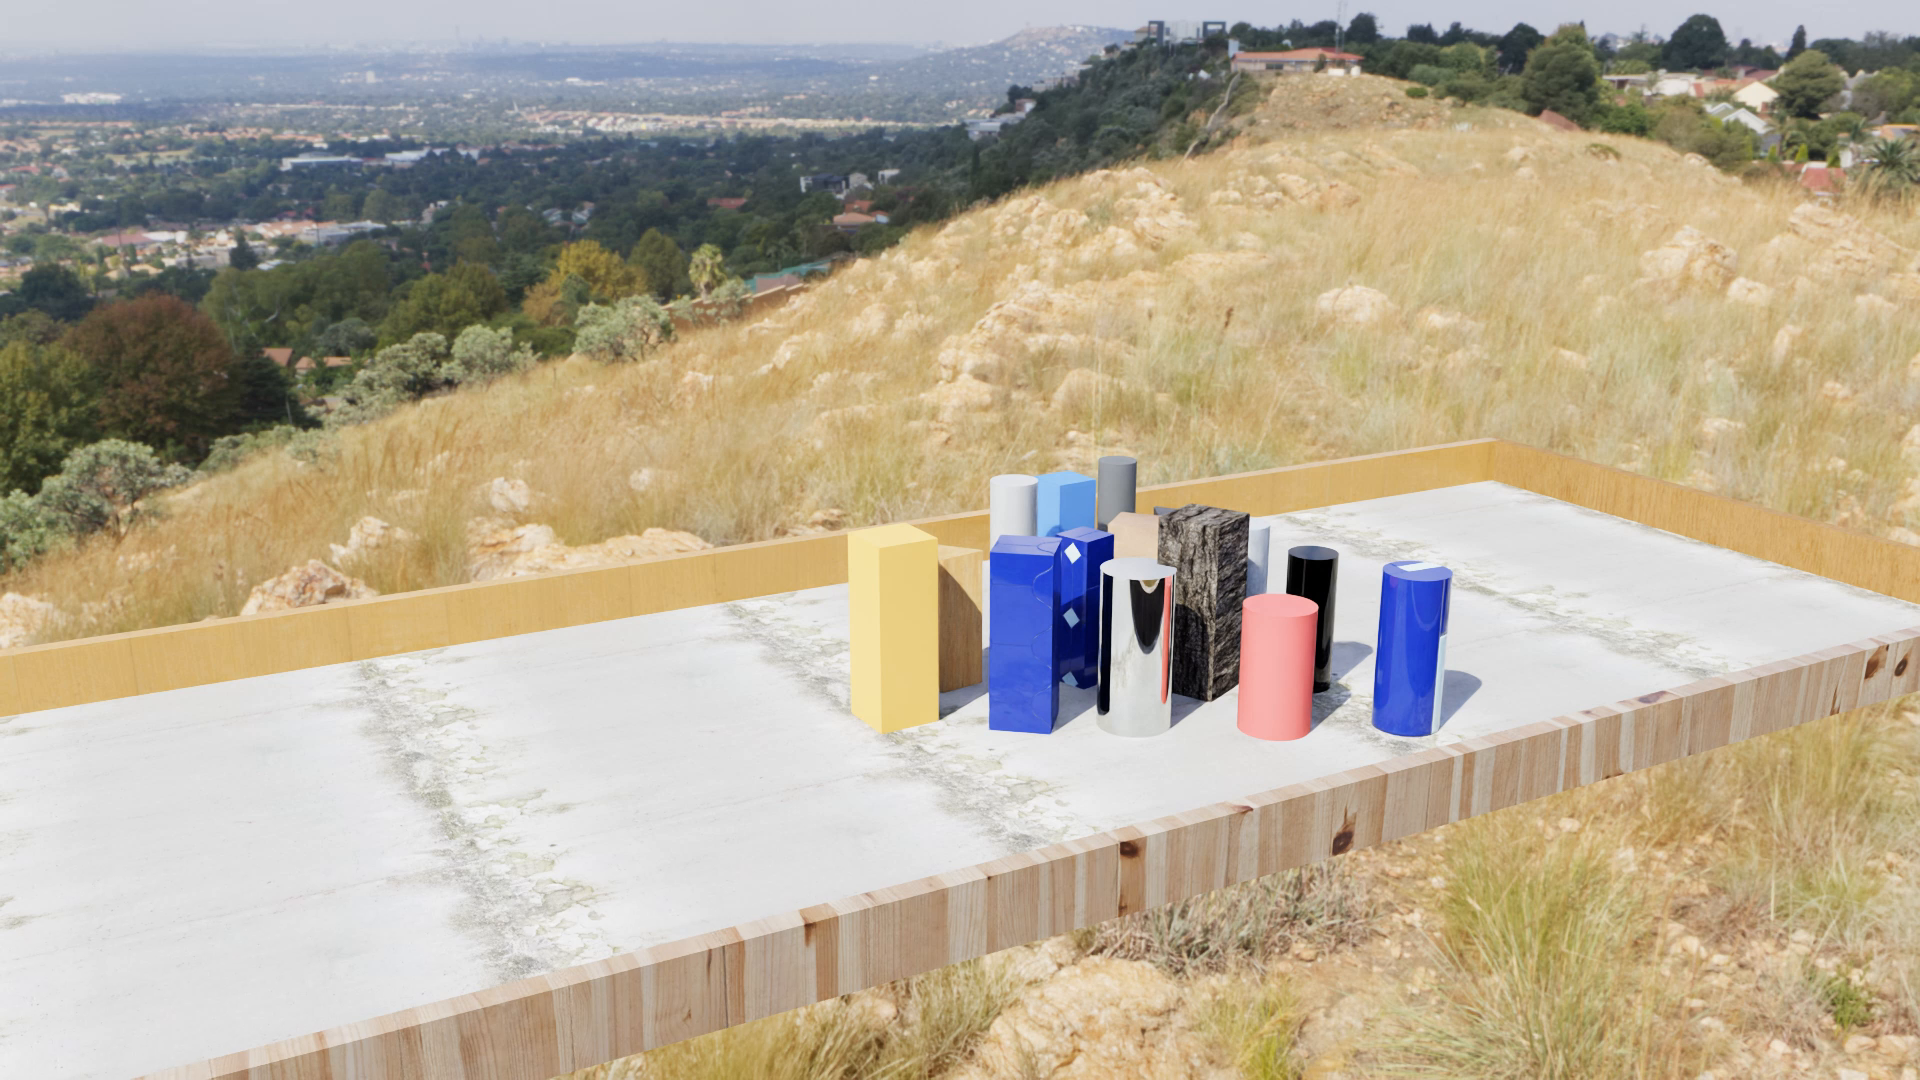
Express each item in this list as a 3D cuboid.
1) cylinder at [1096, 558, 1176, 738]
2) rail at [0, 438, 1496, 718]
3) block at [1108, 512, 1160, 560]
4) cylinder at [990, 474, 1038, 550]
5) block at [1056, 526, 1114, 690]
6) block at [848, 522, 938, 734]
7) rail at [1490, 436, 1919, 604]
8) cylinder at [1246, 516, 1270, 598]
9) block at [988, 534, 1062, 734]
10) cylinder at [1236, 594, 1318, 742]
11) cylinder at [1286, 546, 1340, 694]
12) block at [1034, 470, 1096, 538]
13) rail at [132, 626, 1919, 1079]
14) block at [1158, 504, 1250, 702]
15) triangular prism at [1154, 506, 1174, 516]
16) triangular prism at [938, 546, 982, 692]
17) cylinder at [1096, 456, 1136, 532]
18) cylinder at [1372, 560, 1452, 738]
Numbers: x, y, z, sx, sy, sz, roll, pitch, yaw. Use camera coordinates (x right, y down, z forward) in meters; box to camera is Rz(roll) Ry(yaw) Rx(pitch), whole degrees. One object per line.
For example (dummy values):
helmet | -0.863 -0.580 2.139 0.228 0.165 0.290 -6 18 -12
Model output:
cylinder | 0.409 0.248 3.833 0.176 0.382 0.176 0 16 0
rail | -3.305 0.497 3.399 12.000 0.150 0.050 -9 18 -27
block | 0.467 0.116 4.344 0.132 0.348 0.132 6 17 19
cylinder | 0.140 0.062 4.340 0.125 0.453 0.125 0 16 0
block | 0.307 0.168 4.107 0.102 0.381 0.102 16 23 43
block | -0.156 0.205 3.859 0.153 0.450 0.153 -10 19 -30
rail | 2.466 -0.048 5.253 0.050 0.150 2.100 -9 18 -27
cylinder | 0.735 0.125 4.303 0.130 0.353 0.130 0 16 0
block | 0.152 0.219 3.841 0.145 0.433 0.145 3 17 11
cylinder | 0.734 0.294 3.823 0.170 0.301 0.170 0 16 0
cylinder | 0.864 0.196 4.077 0.123 0.344 0.123 0 16 0
block | 0.288 0.018 4.594 0.123 0.394 0.123 -10 19 -32
rail | -2.336 1.006 1.665 12.000 0.150 0.050 -9 18 -27
block | 0.592 0.152 4.056 0.162 0.441 0.162 11 20 34
triangular prism | 0.575 0.069 4.577 0.144 0.307 0.125 -10 19 -30
triangular prism | -0.028 0.189 4.100 0.127 0.345 0.110 -12 20 -35
cylinder | 0.456 -0.046 4.826 0.111 0.386 0.111 0 16 0
cylinder | 1.046 0.252 3.825 0.156 0.379 0.156 0 16 0
